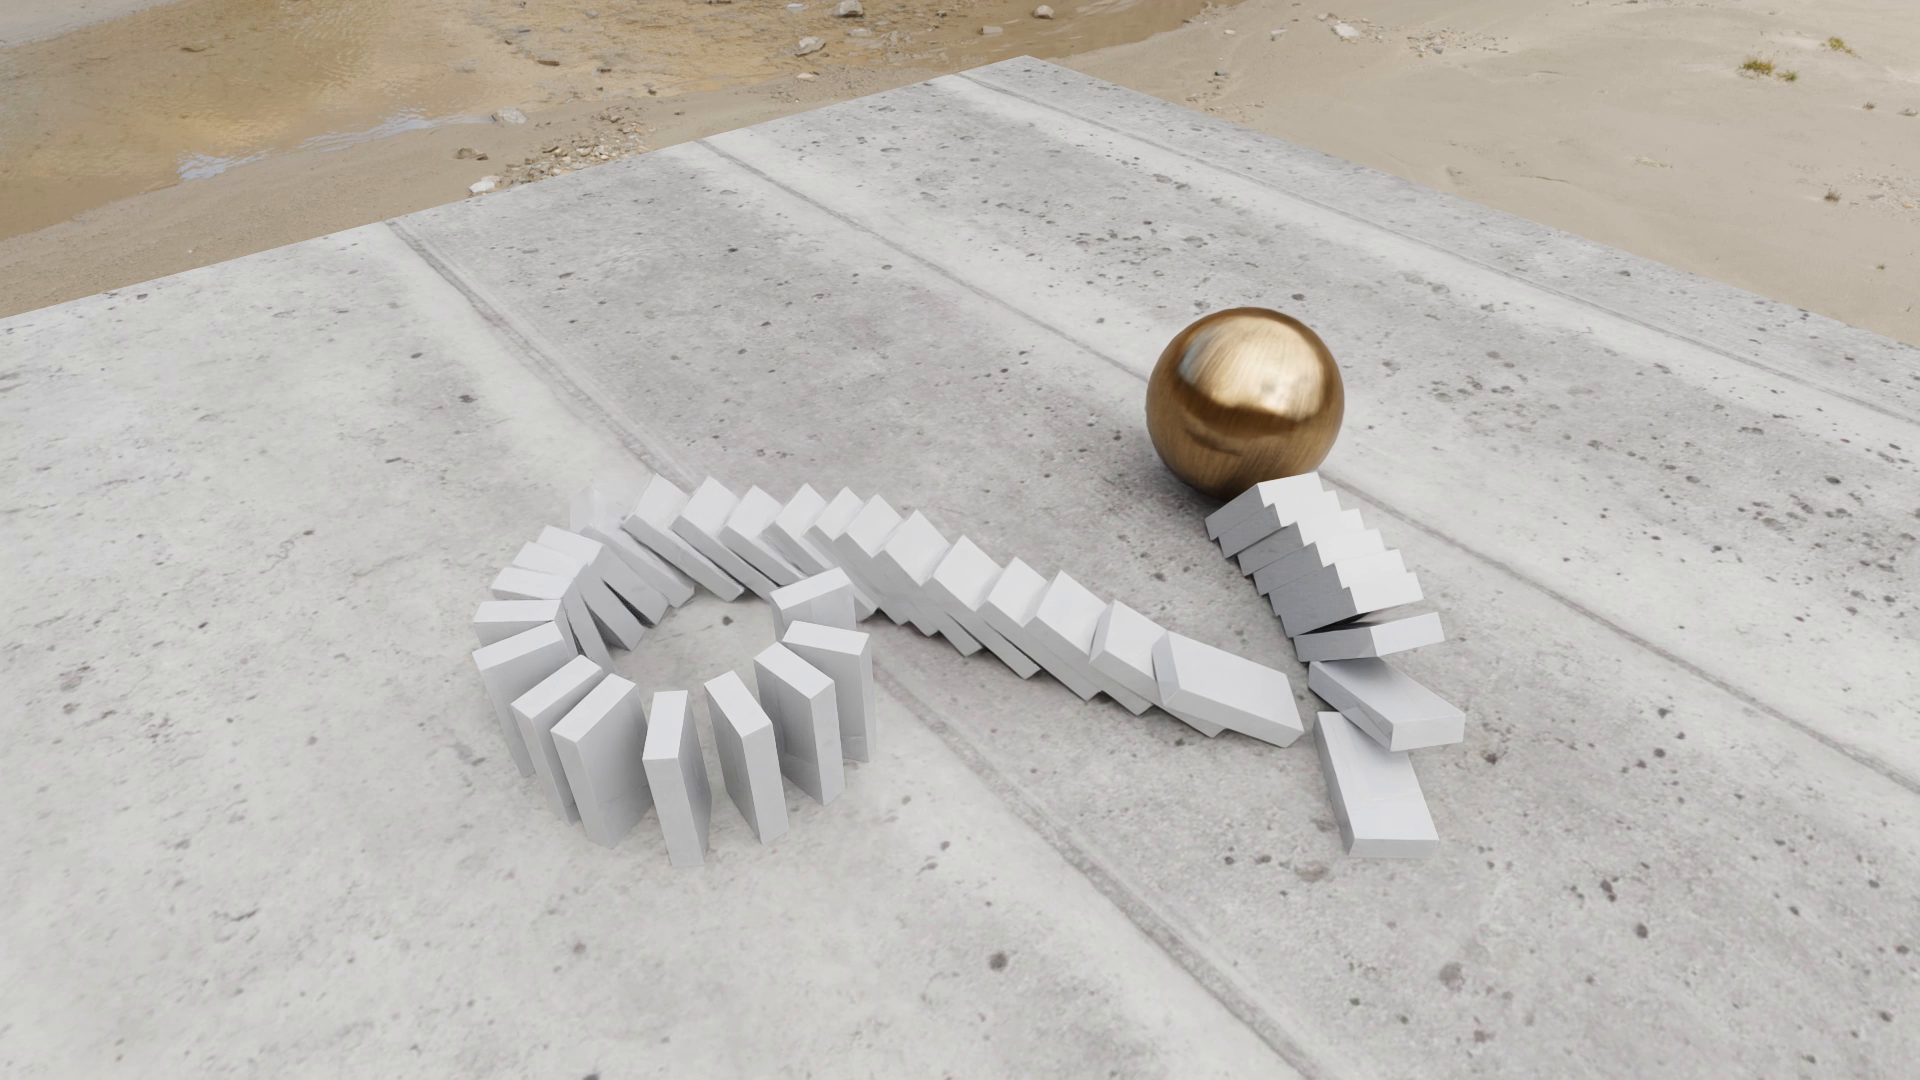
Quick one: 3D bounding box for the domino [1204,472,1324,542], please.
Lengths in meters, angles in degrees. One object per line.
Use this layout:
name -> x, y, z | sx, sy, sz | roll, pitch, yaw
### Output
domino -> 0.118, -0.013, 0.430 | 0.025, 0.050, 0.010 | -11, 78, -13

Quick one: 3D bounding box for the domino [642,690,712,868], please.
domino -> -0.083, 0.071, 0.325 | 0.009, 0.050, 0.025 | -3, 39, -4

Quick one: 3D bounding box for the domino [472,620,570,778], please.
domino -> -0.134, 0.051, 0.349 | 0.025, 0.050, 0.009 | -23, 44, -25

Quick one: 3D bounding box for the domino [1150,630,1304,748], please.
domino -> 0.088, 0.050, 0.365 | 0.050, 0.009, 0.025 | 21, 38, -19

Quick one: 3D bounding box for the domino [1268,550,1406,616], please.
domino -> 0.135, 0.016, 0.396 | 0.025, 0.050, 0.009 | -11, 78, -13

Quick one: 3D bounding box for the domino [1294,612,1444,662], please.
domino -> 0.138, 0.034, 0.376 | 0.025, 0.050, 0.009 | -11, 84, -13

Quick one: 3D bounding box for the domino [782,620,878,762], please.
domino -> -0.041, 0.049, 0.352 | 0.025, 0.050, 0.009 | 9, 40, 11

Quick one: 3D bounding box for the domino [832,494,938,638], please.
domino -> -0.021, 0.009, 0.406 | 0.050, 0.010, 0.025 | 45, 42, -10

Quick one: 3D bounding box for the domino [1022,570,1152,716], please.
domino -> 0.048, 0.035, 0.381 | 0.050, 0.009, 0.025 | 37, 46, -3

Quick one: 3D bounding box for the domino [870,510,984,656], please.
domino -> -0.007, 0.016, 0.400 | 0.050, 0.009, 0.025 | 46, 45, -9

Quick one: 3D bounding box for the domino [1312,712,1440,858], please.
domino -> 0.131, 0.077, 0.350 | 0.025, 0.009, 0.050 | 1, 39, 1

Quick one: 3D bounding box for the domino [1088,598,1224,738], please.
domino -> 0.069, 0.043, 0.372 | 0.050, 0.010, 0.025 | 31, 41, -8

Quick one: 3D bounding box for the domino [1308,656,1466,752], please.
domino -> 0.139, 0.053, 0.363 | 0.025, 0.009, 0.050 | -5, 17, -11

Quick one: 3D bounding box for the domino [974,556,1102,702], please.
domino -> 0.032, 0.031, 0.387 | 0.050, 0.010, 0.025 | 38, 46, -2

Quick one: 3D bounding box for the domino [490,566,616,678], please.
domino -> -0.137, 0.031, 0.373 | 0.025, 0.050, 0.009 | 9, 50, 11

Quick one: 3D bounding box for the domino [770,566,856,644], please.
domino -> -0.048, 0.035, 0.369 | 0.025, 0.050, 0.009 | -21, 44, -23

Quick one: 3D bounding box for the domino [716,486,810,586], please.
domino -> -0.065, 0.004, 0.417 | 0.050, 0.010, 0.025 | 37, 40, -12

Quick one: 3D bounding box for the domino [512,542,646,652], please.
domino -> -0.133, 0.020, 0.386 | 0.025, 0.050, 0.010 | 17, 64, 20

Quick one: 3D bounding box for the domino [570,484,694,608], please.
domino -> -0.122, 0.003, 0.411 | 0.009, 0.050, 0.025 | -39, 39, 12

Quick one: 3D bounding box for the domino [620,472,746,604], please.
domino -> -0.102, -0.001, 0.419 | 0.050, 0.010, 0.025 | 39, 35, -21

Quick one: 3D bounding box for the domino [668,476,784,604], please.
domino -> -0.083, 0.001, 0.419 | 0.050, 0.009, 0.025 | 39, 39, -15

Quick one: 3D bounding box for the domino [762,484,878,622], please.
domino -> -0.048, 0.005, 0.413 | 0.050, 0.009, 0.025 | 44, 43, -11

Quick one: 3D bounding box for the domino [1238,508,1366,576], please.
domino -> 0.127, 0.002, 0.413 | 0.025, 0.050, 0.010 | -11, 78, -13

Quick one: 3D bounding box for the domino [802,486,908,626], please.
domino -> -0.033, 0.006, 0.412 | 0.050, 0.009, 0.025 | 44, 43, -12

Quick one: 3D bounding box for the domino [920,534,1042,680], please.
domino -> 0.012, 0.024, 0.394 | 0.050, 0.009, 0.025 | 41, 45, -4

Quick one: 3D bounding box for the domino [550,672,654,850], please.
domino -> -0.104, 0.067, 0.330 | 0.009, 0.050, 0.025 | 18, 43, 21

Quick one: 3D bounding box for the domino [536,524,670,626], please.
domino -> -0.128, 0.013, 0.396 | 0.025, 0.050, 0.010 | 16, 68, 21

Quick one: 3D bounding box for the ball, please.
ball -> 0.117, -0.056, 0.456 | 0.080, 0.080, 0.080 | 0, 39, 0

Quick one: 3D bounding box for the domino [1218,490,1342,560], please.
domino -> 0.122, -0.005, 0.421 | 0.025, 0.050, 0.010 | -11, 78, -13

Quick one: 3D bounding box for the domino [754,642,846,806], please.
domino -> -0.049, 0.058, 0.341 | 0.025, 0.050, 0.010 | 29, 47, 30

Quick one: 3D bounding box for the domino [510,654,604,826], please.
domino -> -0.117, 0.062, 0.336 | 0.009, 0.050, 0.025 | 25, 46, 28

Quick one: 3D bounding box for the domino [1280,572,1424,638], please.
domino -> 0.136, 0.024, 0.386 | 0.025, 0.050, 0.010 | -11, 78, -13

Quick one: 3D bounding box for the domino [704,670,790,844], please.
domino -> -0.064, 0.066, 0.331 | 0.010, 0.050, 0.025 | -24, 45, -26

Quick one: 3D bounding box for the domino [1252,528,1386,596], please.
domino -> 0.131, 0.009, 0.404 | 0.025, 0.050, 0.009 | -11, 78, -13

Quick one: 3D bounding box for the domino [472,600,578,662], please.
domino -> -0.139, 0.041, 0.361 | 0.025, 0.050, 0.010 | -1, 39, -1
